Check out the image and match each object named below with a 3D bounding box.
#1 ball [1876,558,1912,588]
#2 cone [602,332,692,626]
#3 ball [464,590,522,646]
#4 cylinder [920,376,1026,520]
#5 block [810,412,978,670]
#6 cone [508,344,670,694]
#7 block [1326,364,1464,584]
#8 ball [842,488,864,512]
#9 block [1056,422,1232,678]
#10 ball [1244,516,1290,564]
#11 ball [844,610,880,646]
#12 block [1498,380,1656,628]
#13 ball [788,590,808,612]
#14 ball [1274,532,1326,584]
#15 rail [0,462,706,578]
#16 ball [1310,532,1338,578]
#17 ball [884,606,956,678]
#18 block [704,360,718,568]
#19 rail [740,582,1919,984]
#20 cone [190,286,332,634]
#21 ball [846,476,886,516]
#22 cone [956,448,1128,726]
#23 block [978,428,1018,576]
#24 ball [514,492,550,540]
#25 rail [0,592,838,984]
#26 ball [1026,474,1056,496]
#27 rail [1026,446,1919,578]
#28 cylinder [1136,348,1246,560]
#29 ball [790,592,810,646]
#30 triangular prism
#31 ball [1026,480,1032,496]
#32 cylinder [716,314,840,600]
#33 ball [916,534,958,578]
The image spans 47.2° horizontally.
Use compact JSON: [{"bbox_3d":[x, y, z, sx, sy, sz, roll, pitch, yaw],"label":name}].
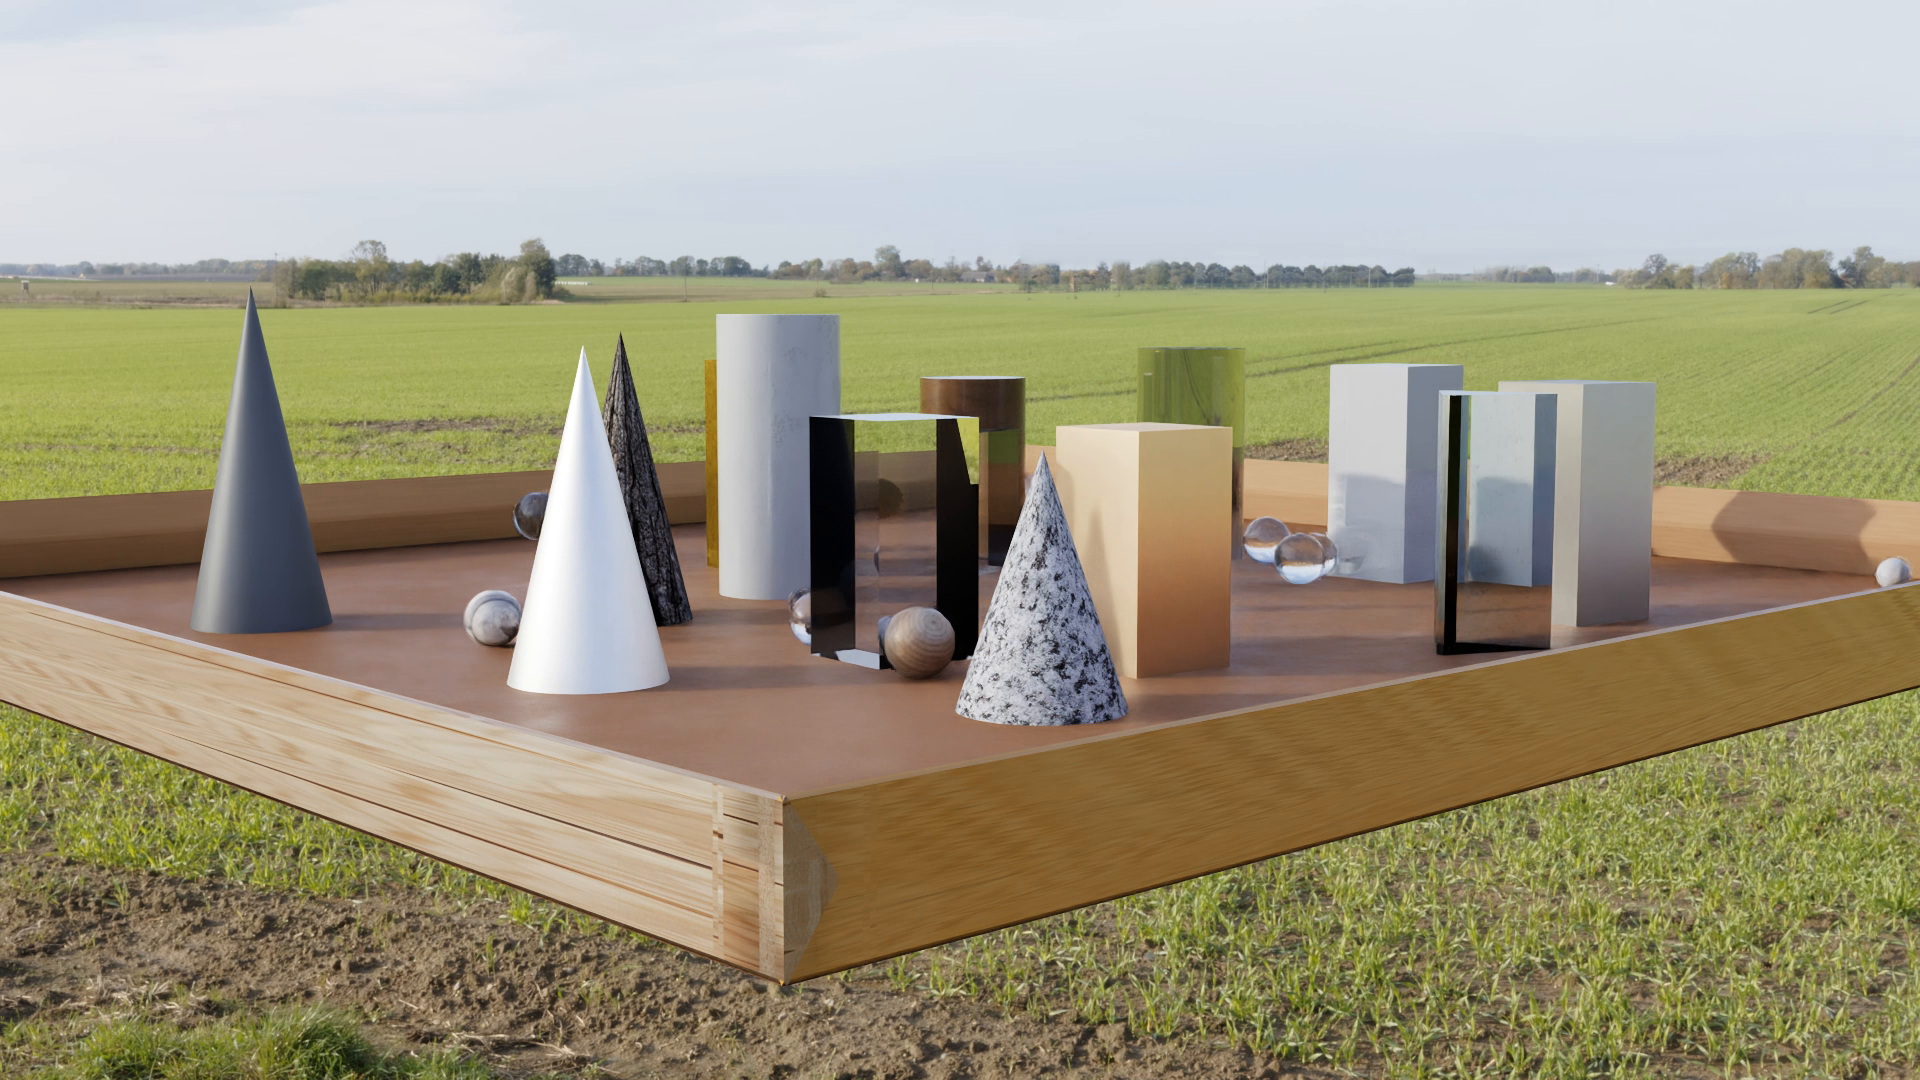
[{"bbox_3d":[1.477,0.055,3.480,0.053,0.053,0.053,0,6,0],"label":"ball"},{"bbox_3d":[-0.483,-0.092,3.149,0.194,0.415,0.194,0,6,0],"label":"cone"},{"bbox_3d":[-0.617,0.103,2.908,0.076,0.076,0.076,0,6,0],"label":"ball"},{"bbox_3d":[0.023,-0.137,4.025,0.194,0.321,0.194,0,6,0],"label":"cylinder"},{"bbox_3d":[-0.085,-0.004,2.816,0.155,0.308,0.155,-4,7,-37],"label":"block"},{"bbox_3d":[-0.447,-0.031,2.627,0.194,0.402,0.194,0,6,0],"label":"cone"},{"bbox_3d":[0.725,-0.115,3.667,0.155,0.352,0.155,-6,8,-43],"label":"block"},{"bbox_3d":[-0.239,-0.086,4.822,0.053,0.053,0.053,0,6,0],"label":"ball"},{"bbox_3d":[0.229,0.008,2.751,0.155,0.299,0.155,-4,7,-37],"label":"block"},{"bbox_3d":[0.538,0.001,3.852,0.083,0.083,0.083,0,6,0],"label":"ball"},{"bbox_3d":[-0.131,0.117,2.921,0.046,0.046,0.046,0,6,0],"label":"ball"},{"bbox_3d":[0.887,-0.058,3.179,0.155,0.340,0.155,-4,7,-34],"label":"block"},{"bbox_3d":[-0.230,0.092,3.184,0.041,0.041,0.041,0,6,0],"label":"ball"},{"bbox_3d":[0.551,0.031,3.565,0.084,0.084,0.084,0,6,0],"label":"ball"},{"bbox_3d":[-0.877,-0.066,4.277,2.746,0.126,0.045,-6,8,-42],"label":"rail"},{"bbox_3d":[0.590,0.025,3.659,0.075,0.075,0.075,0,6,0],"label":"ball"},{"bbox_3d":[-0.049,0.124,2.660,0.087,0.087,0.087,0,6,0],"label":"ball"},{"bbox_3d":[-0.332,-0.131,3.790,0.155,0.357,0.155,-4,7,-36],"label":"block"},{"bbox_3d":[0.877,0.132,2.387,2.746,0.126,0.045,-6,8,-42],"label":"rail"},{"bbox_3d":[-0.991,-0.119,3.097,0.194,0.479,0.194,0,6,0],"label":"cone"},{"bbox_3d":[-0.204,-0.094,4.744,0.085,0.085,0.085,0,6,0],"label":"ball"},{"bbox_3d":[0.091,0.044,2.439,0.194,0.292,0.194,0,6,0],"label":"cone"},{"bbox_3d":[-0.006,-0.069,3.766,0.155,0.239,0.155,4,7,32],"label":"block"},{"bbox_3d":[-0.814,-0.046,4.245,0.094,0.094,0.094,0,6,0],"label":"ball"},{"bbox_3d":[-0.992,0.128,2.422,0.045,0.126,2.634,-6,8,-42],"label":"rail"},{"bbox_3d":[0.168,-0.094,4.686,0.096,0.096,0.096,0,6,0],"label":"ball"},{"bbox_3d":[0.992,-0.063,4.242,0.045,0.126,2.634,-6,8,-42],"label":"rail"},{"bbox_3d":[0.414,-0.157,3.953,0.194,0.375,0.194,0,6,0],"label":"cylinder"},{"bbox_3d":[-0.187,0.105,2.903,0.075,0.075,0.075,0,6,0],"label":"ball"},{"bbox_3d":[0.675,-0.028,2.918,0.168,0.335,0.145,-2,6,-19],"label":"triangular prism"},{"bbox_3d":[0.158,-0.115,5.100,0.052,0.052,0.052,0,6,0],"label":"ball"},{"bbox_3d":[-0.283,-0.135,3.450,0.194,0.436,0.194,0,6,0],"label":"cylinder"},{"bbox_3d":[-0.039,0.027,3.662,0.071,0.071,0.071,0,6,0],"label":"ball"}]
